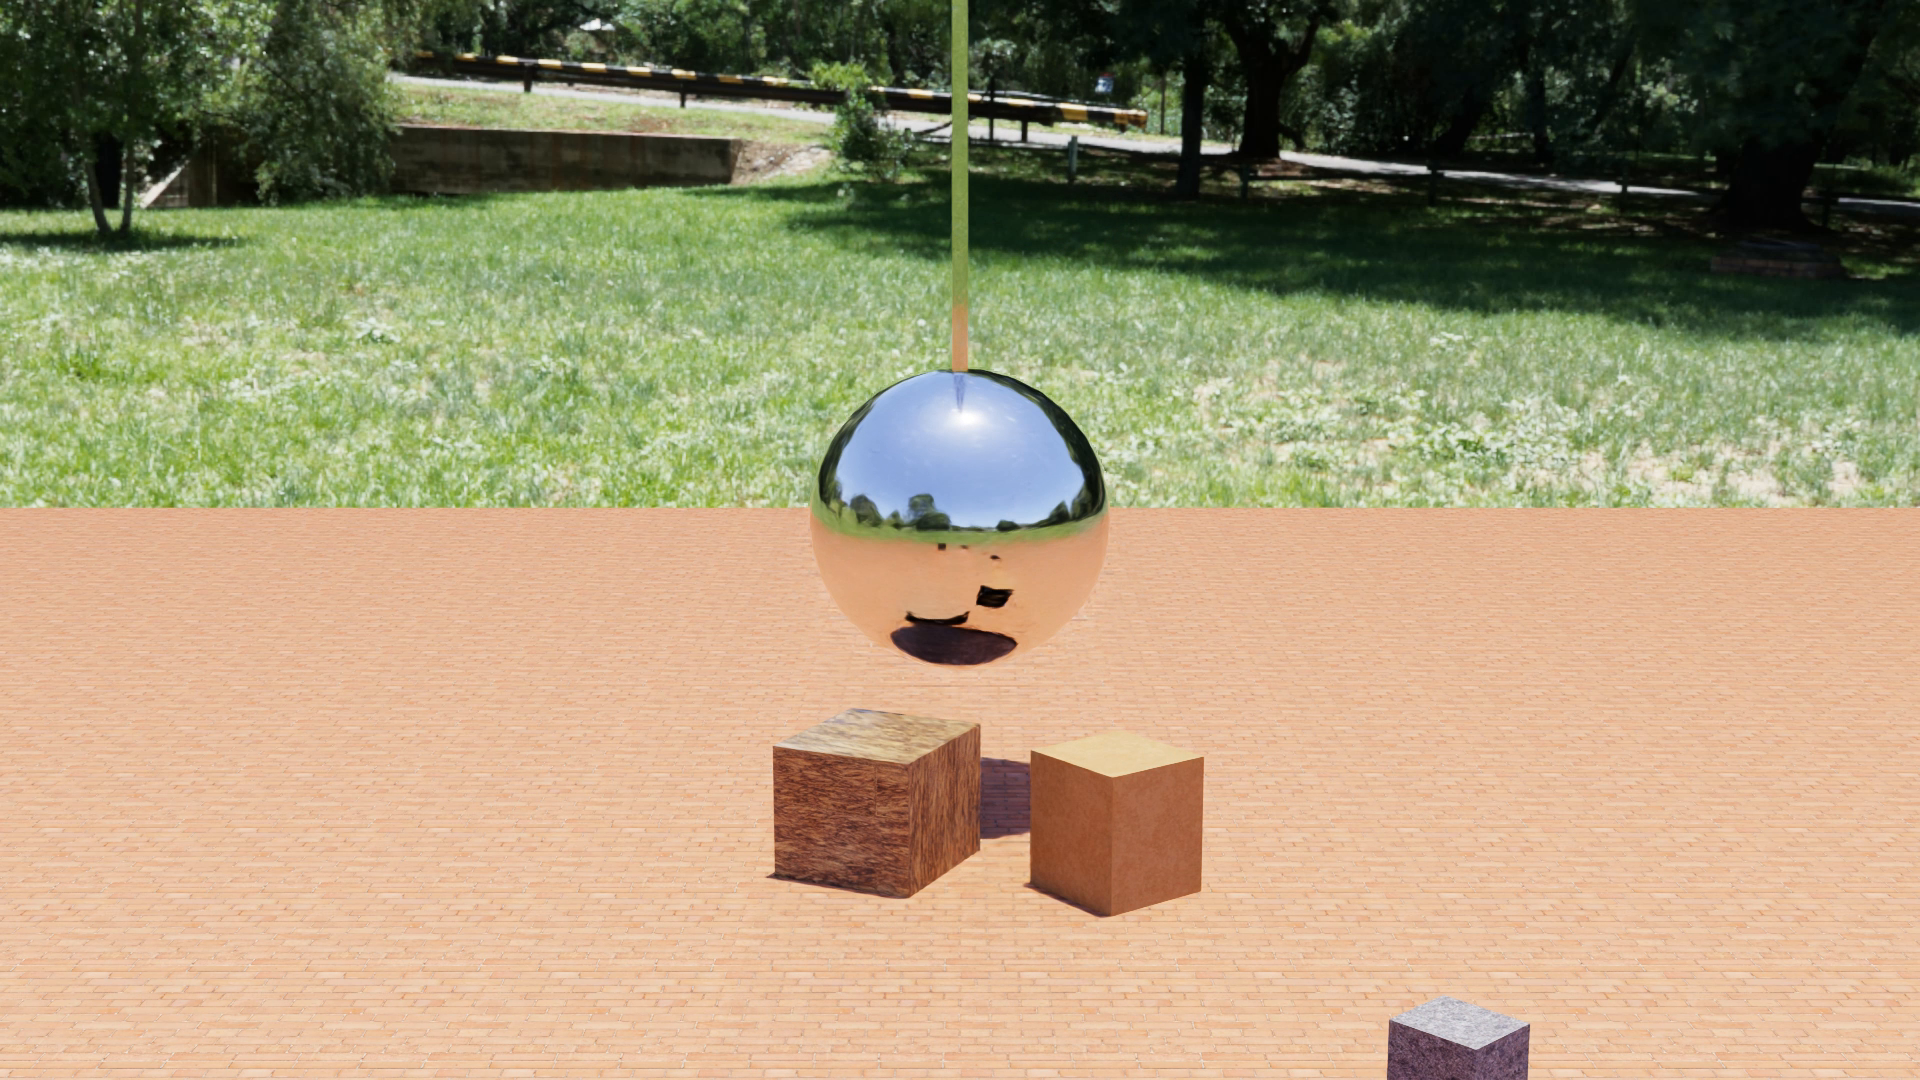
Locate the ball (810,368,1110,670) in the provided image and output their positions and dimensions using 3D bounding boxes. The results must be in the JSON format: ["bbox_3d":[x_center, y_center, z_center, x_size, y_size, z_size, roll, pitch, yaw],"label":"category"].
[{"bbox_3d":[0.000,-0.114,11.703,1.600,1.600,1.600,0,10,0],"label":"ball"}]

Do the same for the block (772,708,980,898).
[{"bbox_3d":[-0.396,1.269,10.768,0.725,0.651,0.798,5,11,25],"label":"block"}]

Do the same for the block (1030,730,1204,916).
[{"bbox_3d":[0.739,1.328,10.411,0.571,0.662,0.584,-8,13,-37],"label":"block"}]

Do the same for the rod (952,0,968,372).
[{"bbox_3d":[0.000,-3.391,10.799,0.080,5.200,0.080,0,15,0],"label":"rod"}]

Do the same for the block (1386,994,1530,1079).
[{"bbox_3d":[1.810,1.921,8.001,0.342,0.358,0.372,-10,14,-42],"label":"block"}]
